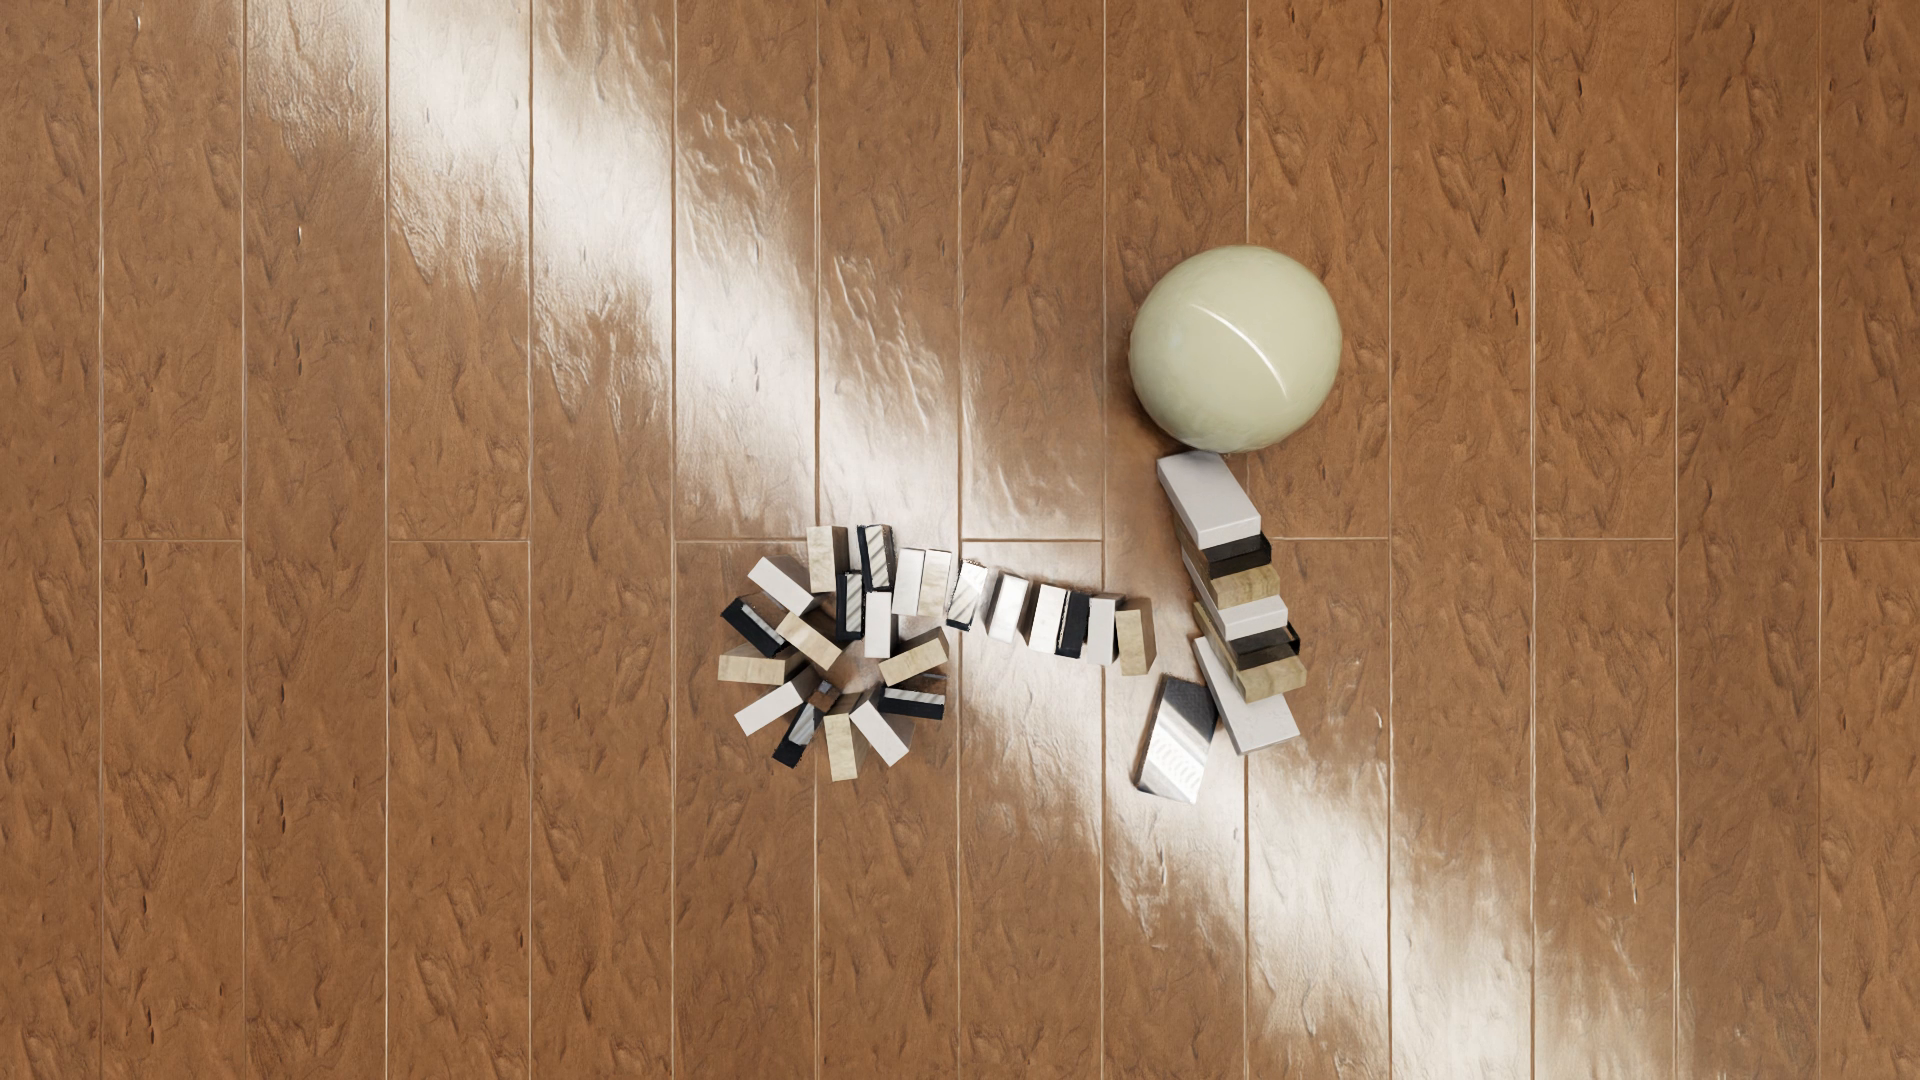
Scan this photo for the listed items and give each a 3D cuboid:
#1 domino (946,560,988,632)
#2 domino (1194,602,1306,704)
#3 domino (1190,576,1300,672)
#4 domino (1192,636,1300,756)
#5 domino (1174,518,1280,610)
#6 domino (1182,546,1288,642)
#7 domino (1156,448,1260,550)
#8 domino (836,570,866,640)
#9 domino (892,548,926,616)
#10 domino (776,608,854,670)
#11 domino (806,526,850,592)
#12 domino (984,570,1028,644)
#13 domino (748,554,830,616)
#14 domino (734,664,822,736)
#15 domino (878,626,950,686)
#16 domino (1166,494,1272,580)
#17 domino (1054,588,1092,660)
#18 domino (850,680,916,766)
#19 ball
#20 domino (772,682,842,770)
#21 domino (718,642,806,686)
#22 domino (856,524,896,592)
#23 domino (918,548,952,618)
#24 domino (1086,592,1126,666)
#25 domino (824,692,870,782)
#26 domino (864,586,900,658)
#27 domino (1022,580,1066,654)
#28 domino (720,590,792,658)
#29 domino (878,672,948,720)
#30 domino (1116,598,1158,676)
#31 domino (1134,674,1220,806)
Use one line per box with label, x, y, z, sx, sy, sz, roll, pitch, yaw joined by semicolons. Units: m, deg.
domino;0.003;0.022;0.375;0.009;0.050;0.025;16;90;0
domino;0.118;0.042;0.378;0.025;0.050;0.009;-17;131;-2
domino;0.116;0.029;0.378;0.025;0.050;0.010;-16;131;-1
domino;0.119;0.062;0.385;0.025;0.010;0.050;-16;65;-2
domino;0.109;0.005;0.378;0.025;0.050;0.010;-15;131;0
domino;0.112;0.018;0.378;0.025;0.050;0.010;-15;131;1
domino;0.102;-0.018;0.378;0.025;0.050;0.009;-15;131;0
domino;-0.043;0.026;0.375;0.010;0.050;0.025;1;90;0
domino;-0.020;0.016;0.375;0.010;0.050;0.025;8;90;0
domino;-0.058;0.039;0.375;0.025;0.050;0.010;38;90;0
domino;-0.053;0.007;0.375;0.009;0.050;0.025;-4;90;0
domino;0.018;0.026;0.375;0.009;0.050;0.025;15;90;0
domino;-0.069;0.018;0.375;0.025;0.050;0.010;39;90;0
domino;-0.073;0.064;0.375;0.025;0.050;0.009;-31;90;0
domino;-0.018;0.047;0.375;0.025;0.050;0.009;-24;90;0
domino;0.106;-0.007;0.378;0.025;0.050;0.009;-15;131;0
domino;0.047;0.033;0.375;0.010;0.050;0.025;10;90;9
domino;-0.031;0.074;0.375;0.009;0.050;0.025;-39;90;0
ball;0.107;-0.074;0.360;0.080;0.080;0.080;0;90;0
domino;-0.062;0.074;0.375;0.010;0.050;0.025;30;90;0
domino;-0.080;0.050;0.375;0.025;0.050;0.010;5;90;0
domino;-0.033;0.007;0.375;0.010;0.050;0.025;-8;90;0
domino;-0.010;0.017;0.375;0.009;0.050;0.025;8;90;0
domino;0.060;0.035;0.375;0.009;0.050;0.025;3;90;15
domino;-0.046;0.079;0.375;0.009;0.050;0.025;-8;90;0
domino;-0.031;0.032;0.375;0.010;0.050;0.025;2;90;0
domino;0.034;0.030;0.375;0.009;0.050;0.025;12;90;1
domino;-0.079;0.034;0.375;0.025;0.050;0.010;43;90;0
domino;-0.019;0.063;0.375;0.025;0.050;0.009;8;90;0
domino;0.073;0.039;0.375;0.010;0.050;0.025;-6;90;17
domino;0.094;0.086;0.395;0.025;0.009;0.050;15;90;0
